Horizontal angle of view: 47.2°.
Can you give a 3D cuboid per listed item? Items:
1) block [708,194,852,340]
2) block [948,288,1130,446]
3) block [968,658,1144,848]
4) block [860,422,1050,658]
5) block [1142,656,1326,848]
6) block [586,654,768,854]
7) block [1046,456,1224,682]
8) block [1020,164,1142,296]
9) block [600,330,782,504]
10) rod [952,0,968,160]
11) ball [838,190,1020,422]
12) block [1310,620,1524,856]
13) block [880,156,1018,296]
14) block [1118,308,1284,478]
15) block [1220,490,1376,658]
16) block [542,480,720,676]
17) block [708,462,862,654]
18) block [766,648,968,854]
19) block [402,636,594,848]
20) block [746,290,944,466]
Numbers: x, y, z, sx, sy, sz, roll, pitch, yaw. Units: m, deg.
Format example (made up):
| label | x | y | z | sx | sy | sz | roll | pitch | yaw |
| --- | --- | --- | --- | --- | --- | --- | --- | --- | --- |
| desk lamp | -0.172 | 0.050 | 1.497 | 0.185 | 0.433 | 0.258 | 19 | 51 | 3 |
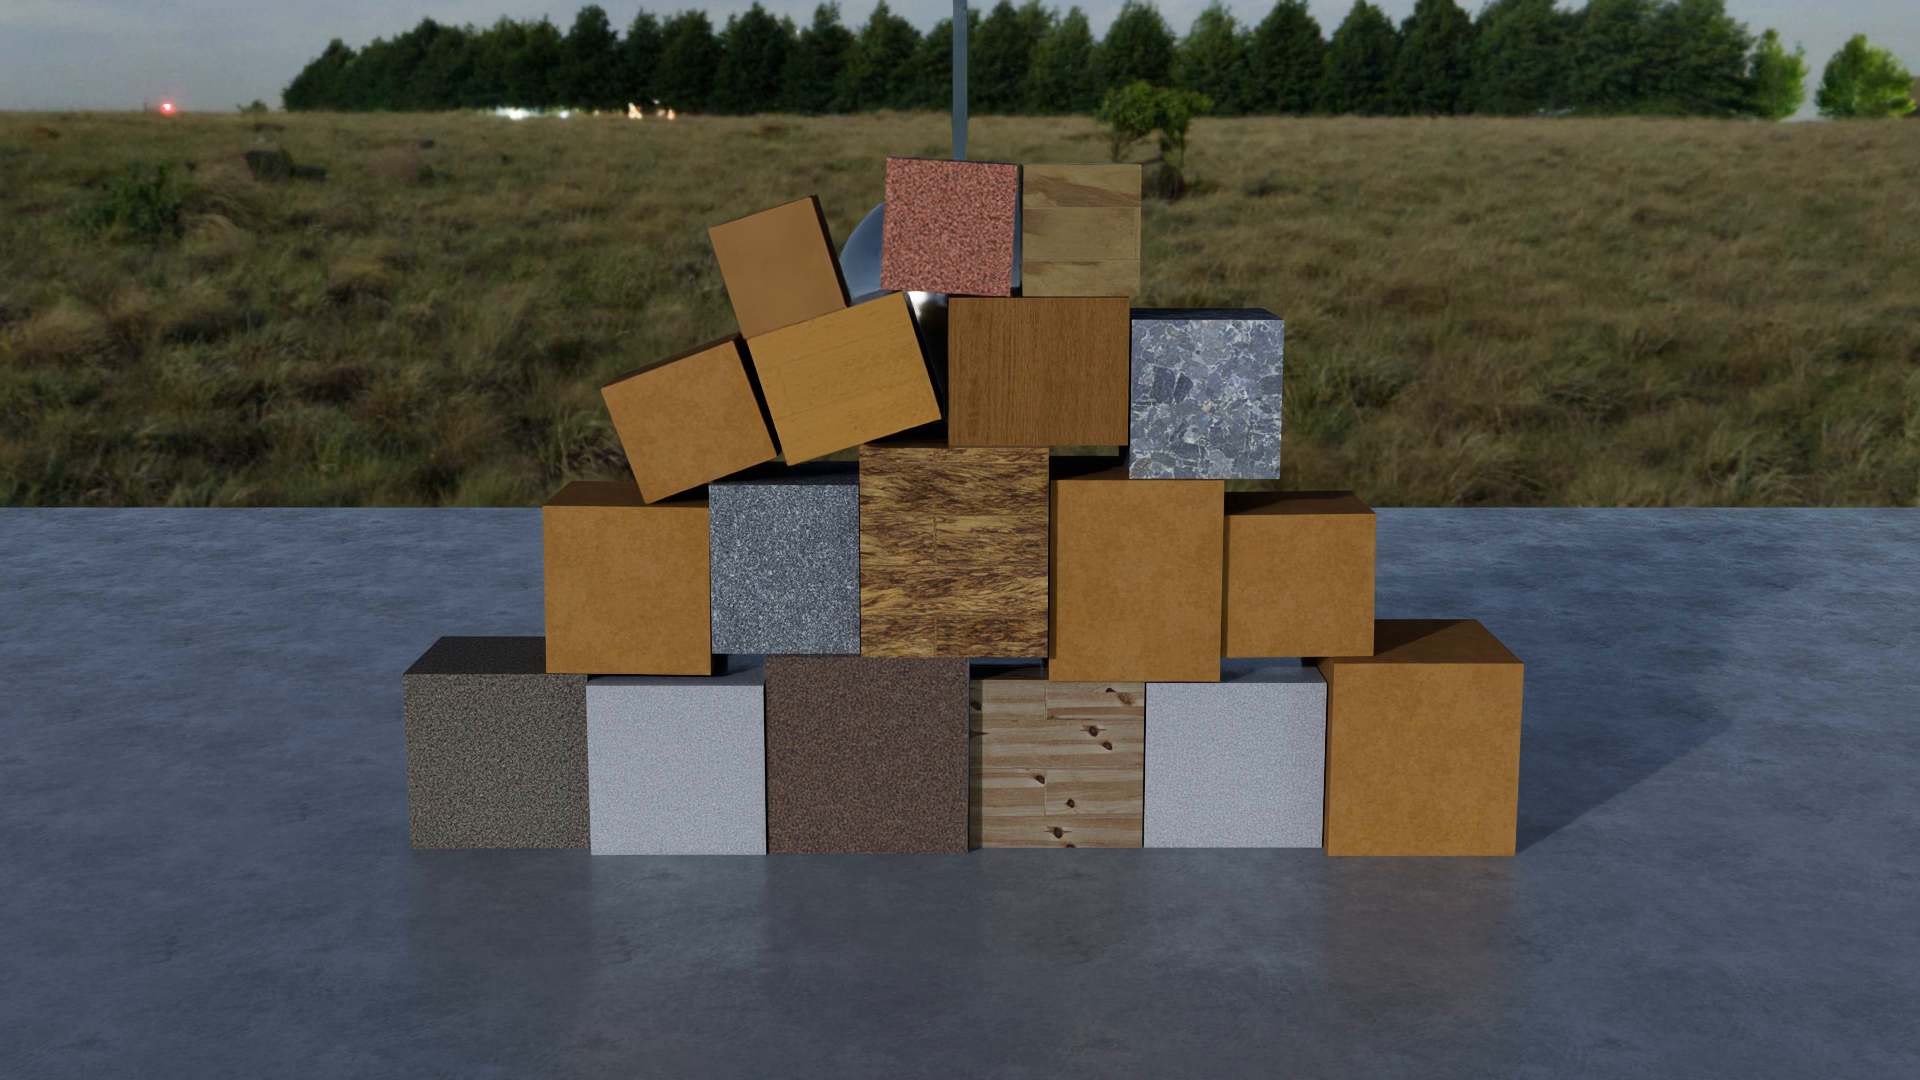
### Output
| label | x | y | z | sx | sy | sz | roll | pitch | yaw |
| --- | --- | --- | --- | --- | --- | --- | --- | --- | --- |
| block | -0.888 | -1.365 | 10.932 | 0.524 | 0.561 | 0.520 | -17 | 10 | 3 |
| block | 0.379 | -0.882 | 11.019 | 0.874 | 0.716 | 0.777 | 0 | 10 | 0 |
| block | 0.482 | 1.047 | 11.384 | 0.868 | 0.867 | 0.815 | 0 | 10 | 0 |
| block | -0.028 | -0.021 | 11.180 | 0.914 | 1.036 | 0.985 | 0 | 10 | 0 |
| block | 1.373 | 1.057 | 11.372 | 0.895 | 0.851 | 0.788 | 0 | 10 | 0 |
| block | -1.401 | 1.051 | 11.363 | 0.870 | 0.866 | 1.006 | 0 | 10 | 0 |
| block | 0.863 | 0.129 | 11.199 | 0.845 | 1.005 | 0.846 | 0 | 10 | 0 |
| block | 0.586 | -1.541 | 10.883 | 0.568 | 0.629 | 0.575 | 0 | 10 | 0 |
| block | -1.323 | -0.628 | 11.055 | 0.692 | 0.608 | 0.636 | -20 | 10 | 4 |
| rod | 0.000 | -4.240 | 11.420 | 0.080 | 5.200 | 0.080 | 0 | 33 | 0 |
| ball | 0.000 | -1.382 | 13.262 | 1.600 | 1.600 | 1.600 | 0 | 10 | 0 |
| block | 2.295 | 0.996 | 11.343 | 0.928 | 0.981 | 1.016 | 0 | 10 | 0 |
| block | -0.055 | -1.561 | 10.901 | 0.629 | 0.628 | 0.655 | 3 | 10 | -1 |
| block | 1.196 | -0.749 | 11.054 | 0.735 | 0.775 | 0.758 | 0 | 10 | 0 |
| block | 1.667 | 0.162 | 11.198 | 0.755 | 0.715 | 0.732 | -1 | 10 | 0 |
| block | -1.637 | 0.180 | 11.213 | 0.814 | 0.840 | 0.797 | 1 | 10 | 0 |
| block | -0.860 | 0.074 | 11.201 | 0.731 | 0.842 | 0.822 | 0 | 10 | 0 |
| block | -0.459 | 0.984 | 11.349 | 0.994 | 1.003 | 0.958 | 0 | 10 | 0 |
| block | -2.302 | 1.031 | 11.379 | 0.913 | 0.900 | 0.846 | 0 | 10 | 0 |
| block | -0.562 | -0.845 | 11.046 | 0.792 | 0.650 | 0.698 | -17 | 10 | 3 |
